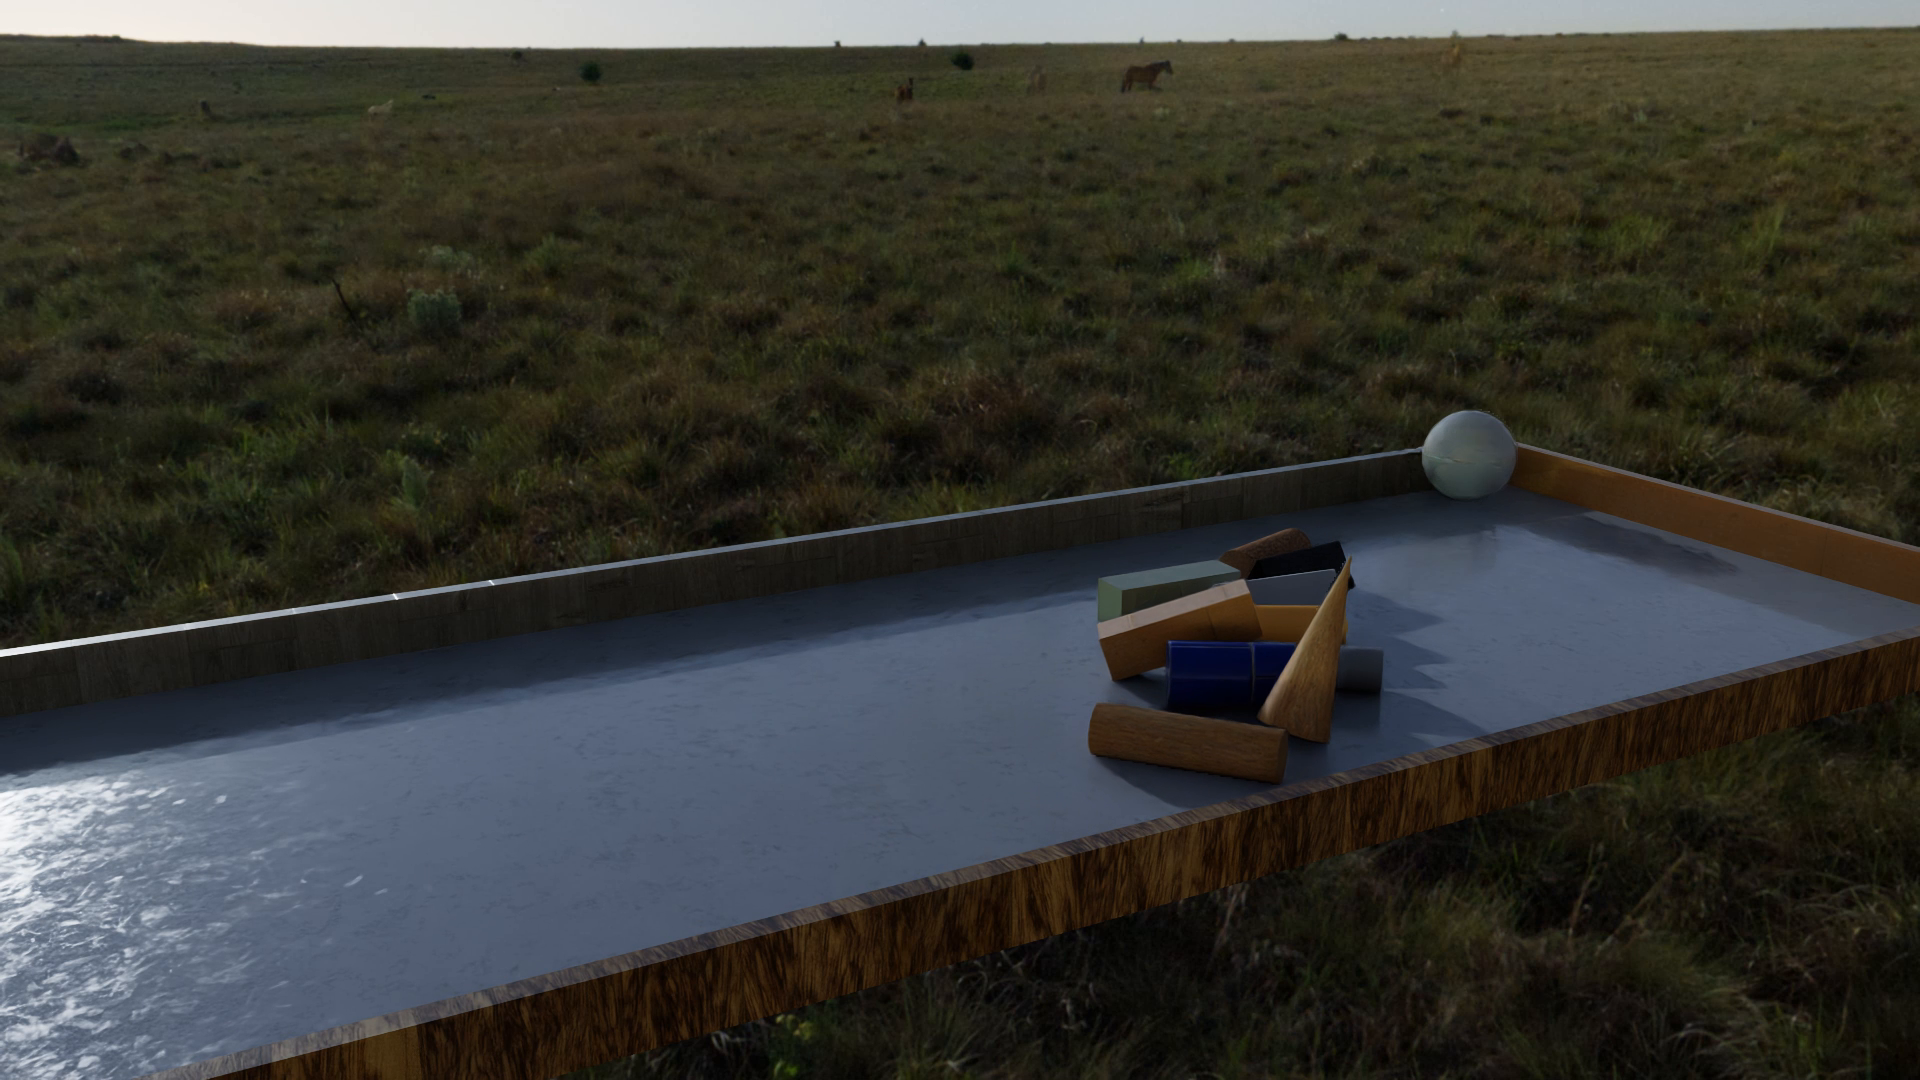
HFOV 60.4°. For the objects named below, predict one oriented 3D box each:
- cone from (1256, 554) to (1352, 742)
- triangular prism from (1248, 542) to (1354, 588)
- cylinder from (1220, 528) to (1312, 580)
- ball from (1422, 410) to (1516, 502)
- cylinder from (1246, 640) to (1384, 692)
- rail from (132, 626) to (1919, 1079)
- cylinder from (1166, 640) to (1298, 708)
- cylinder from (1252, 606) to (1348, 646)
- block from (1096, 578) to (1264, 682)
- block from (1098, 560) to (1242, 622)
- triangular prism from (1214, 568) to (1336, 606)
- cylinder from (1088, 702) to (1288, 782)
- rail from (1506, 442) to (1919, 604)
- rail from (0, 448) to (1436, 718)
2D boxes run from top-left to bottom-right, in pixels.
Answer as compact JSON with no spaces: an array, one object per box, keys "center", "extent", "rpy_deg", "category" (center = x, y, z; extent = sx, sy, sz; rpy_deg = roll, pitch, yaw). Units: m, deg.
[{"center":[0.825,0.230,3.760],"extent":[0.173,0.424,0.173],"rpy_deg":[17,7,-2],"category":"cone"},{"center":[0.987,0.090,4.812],"extent":[0.332,0.126,0.145],"rpy_deg":[-11,20,-34],"category":"triangular prism"},{"center":[0.914,0.058,4.935],"extent":[0.126,0.126,0.318],"rpy_deg":[15,22,40],"category":"cylinder"},{"center":[1.788,-0.296,5.796],"extent":[0.319,0.319,0.319],"rpy_deg":[0,16,0],"category":"ball"},{"center":[0.870,0.311,4.109],"extent":[0.352,0.107,0.107],"rpy_deg":[4,17,12],"category":"cylinder"},{"center":[-2.336,1.006,1.665],"extent":[12.000,0.150,0.050],"rpy_deg":[-9,18,-27],"category":"rail"},{"center":[0.688,0.325,3.969],"extent":[0.376,0.159,0.159],"rpy_deg":[1,16,3],"category":"cylinder"},{"center":[0.797,0.229,4.381],"extent":[0.436,0.111,0.111],"rpy_deg":[0,16,1],"category":"cylinder"},{"center":[0.552,0.227,4.162],"extent":[0.389,0.118,0.118],"rpy_deg":[-18,15,7],"category":"block"},{"center":[0.586,0.155,4.612],"extent":[0.392,0.122,0.122],"rpy_deg":[-8,18,-25],"category":"block"},{"center":[0.866,0.163,4.553],"extent":[0.383,0.131,0.152],"rpy_deg":[-6,18,-21],"category":"triangular prism"},{"center":[0.502,0.444,3.637],"extent":[0.421,0.117,0.117],"rpy_deg":[7,18,21],"category":"cylinder"},{"center":[2.466,-0.048,5.253],"extent":[0.050,0.150,2.100],"rpy_deg":[-9,18,-27],"category":"rail"},{"center":[-3.305,0.497,3.399],"extent":[12.000,0.150,0.050],"rpy_deg":[-9,18,-27],"category":"rail"}]
